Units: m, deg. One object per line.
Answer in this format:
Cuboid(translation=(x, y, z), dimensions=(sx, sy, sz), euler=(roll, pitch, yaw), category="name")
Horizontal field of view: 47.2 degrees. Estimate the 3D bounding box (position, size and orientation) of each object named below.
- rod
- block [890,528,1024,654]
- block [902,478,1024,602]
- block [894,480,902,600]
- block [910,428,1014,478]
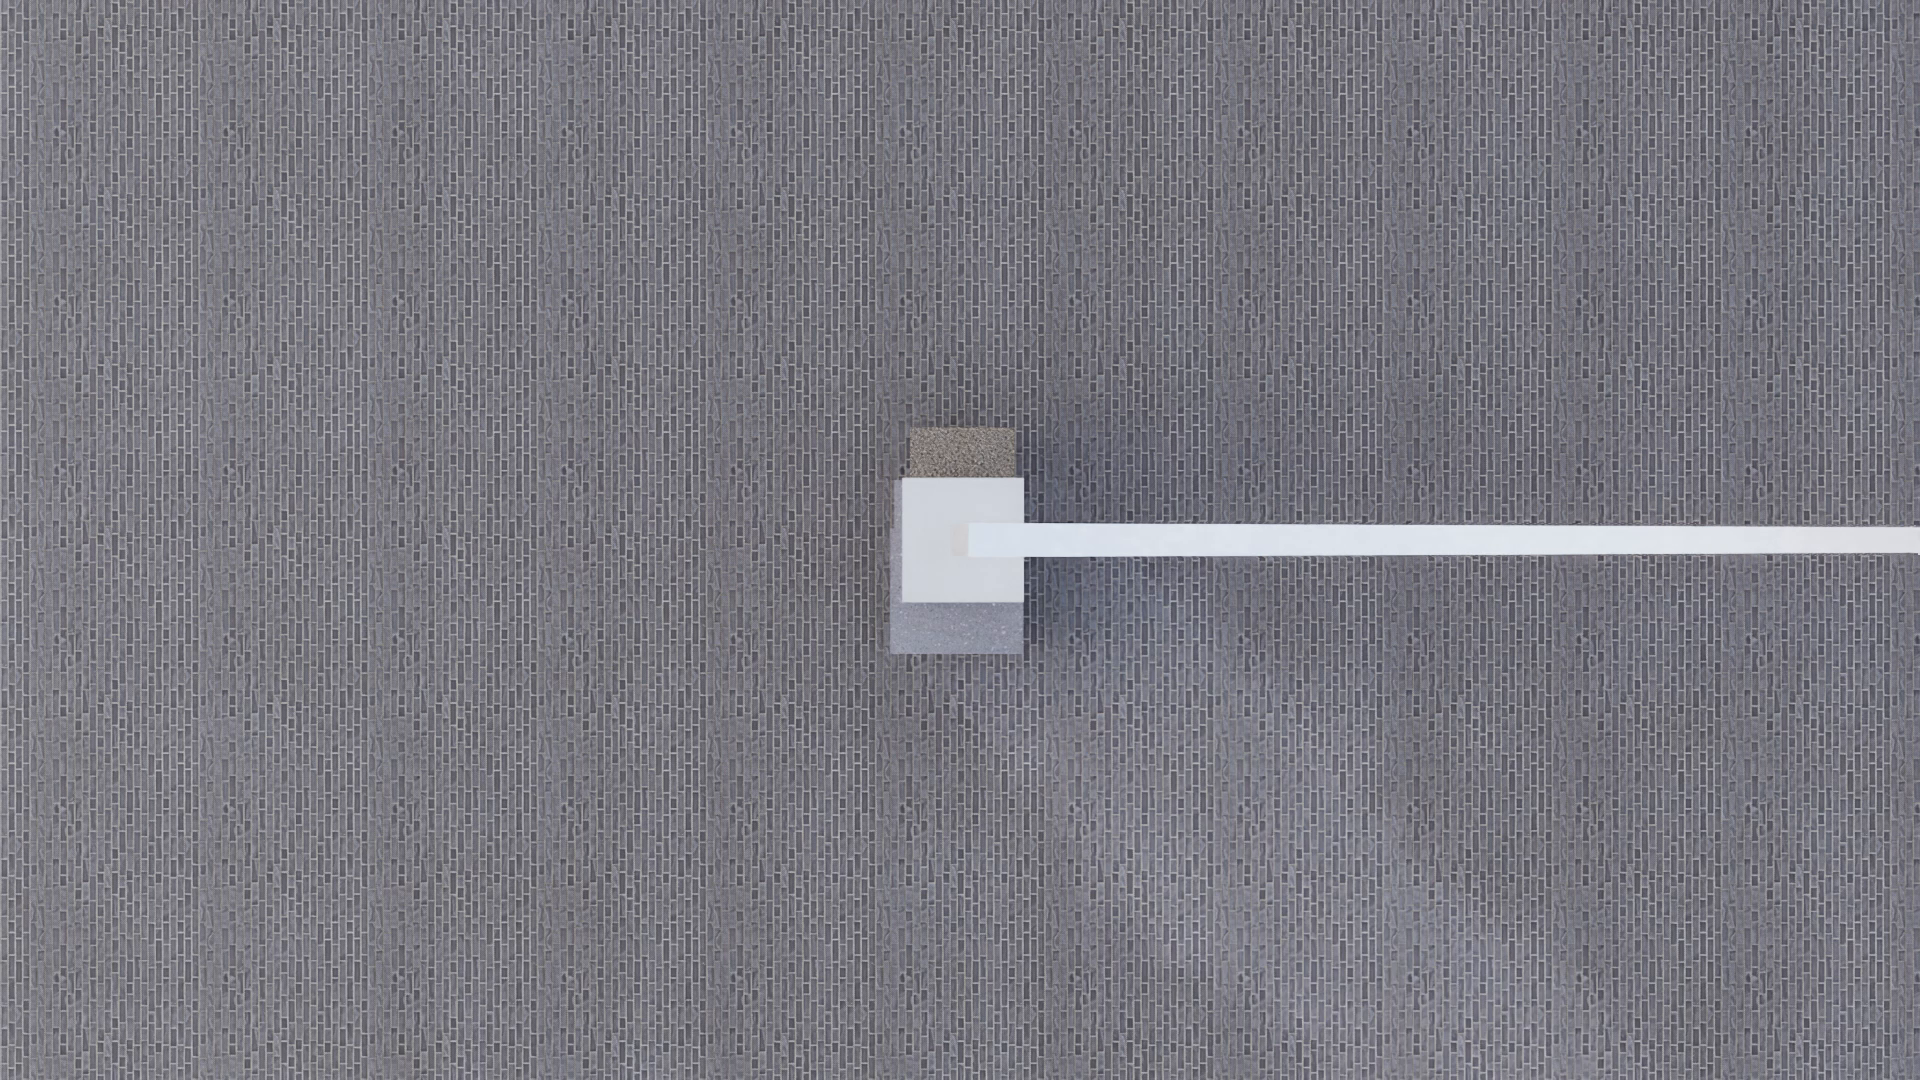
Cuboid(translation=(2.234, 0.000, 6.547), dimensions=(5.200, 0.080, 0.080), euler=(0, 90, -31), category="rod")
Cuboid(translation=(-0.019, 0.286, 12.646), dimensions=(0.745, 0.708, 0.701), euler=(0, 90, 0), category="block")
Cuboid(translation=(0.014, 0.000, 10.284), dimensions=(0.556, 0.514, 0.568), euler=(0, 90, 0), category="block")
Cuboid(translation=(-0.018, 0.000, 11.985), dimensions=(0.663, 0.615, 0.637), euler=(0, 90, 0), category="block")
Cuboid(translation=(0.013, -0.356, 12.719), dimensions=(0.591, 0.562, 0.562), euler=(0, 90, 0), category="block")
